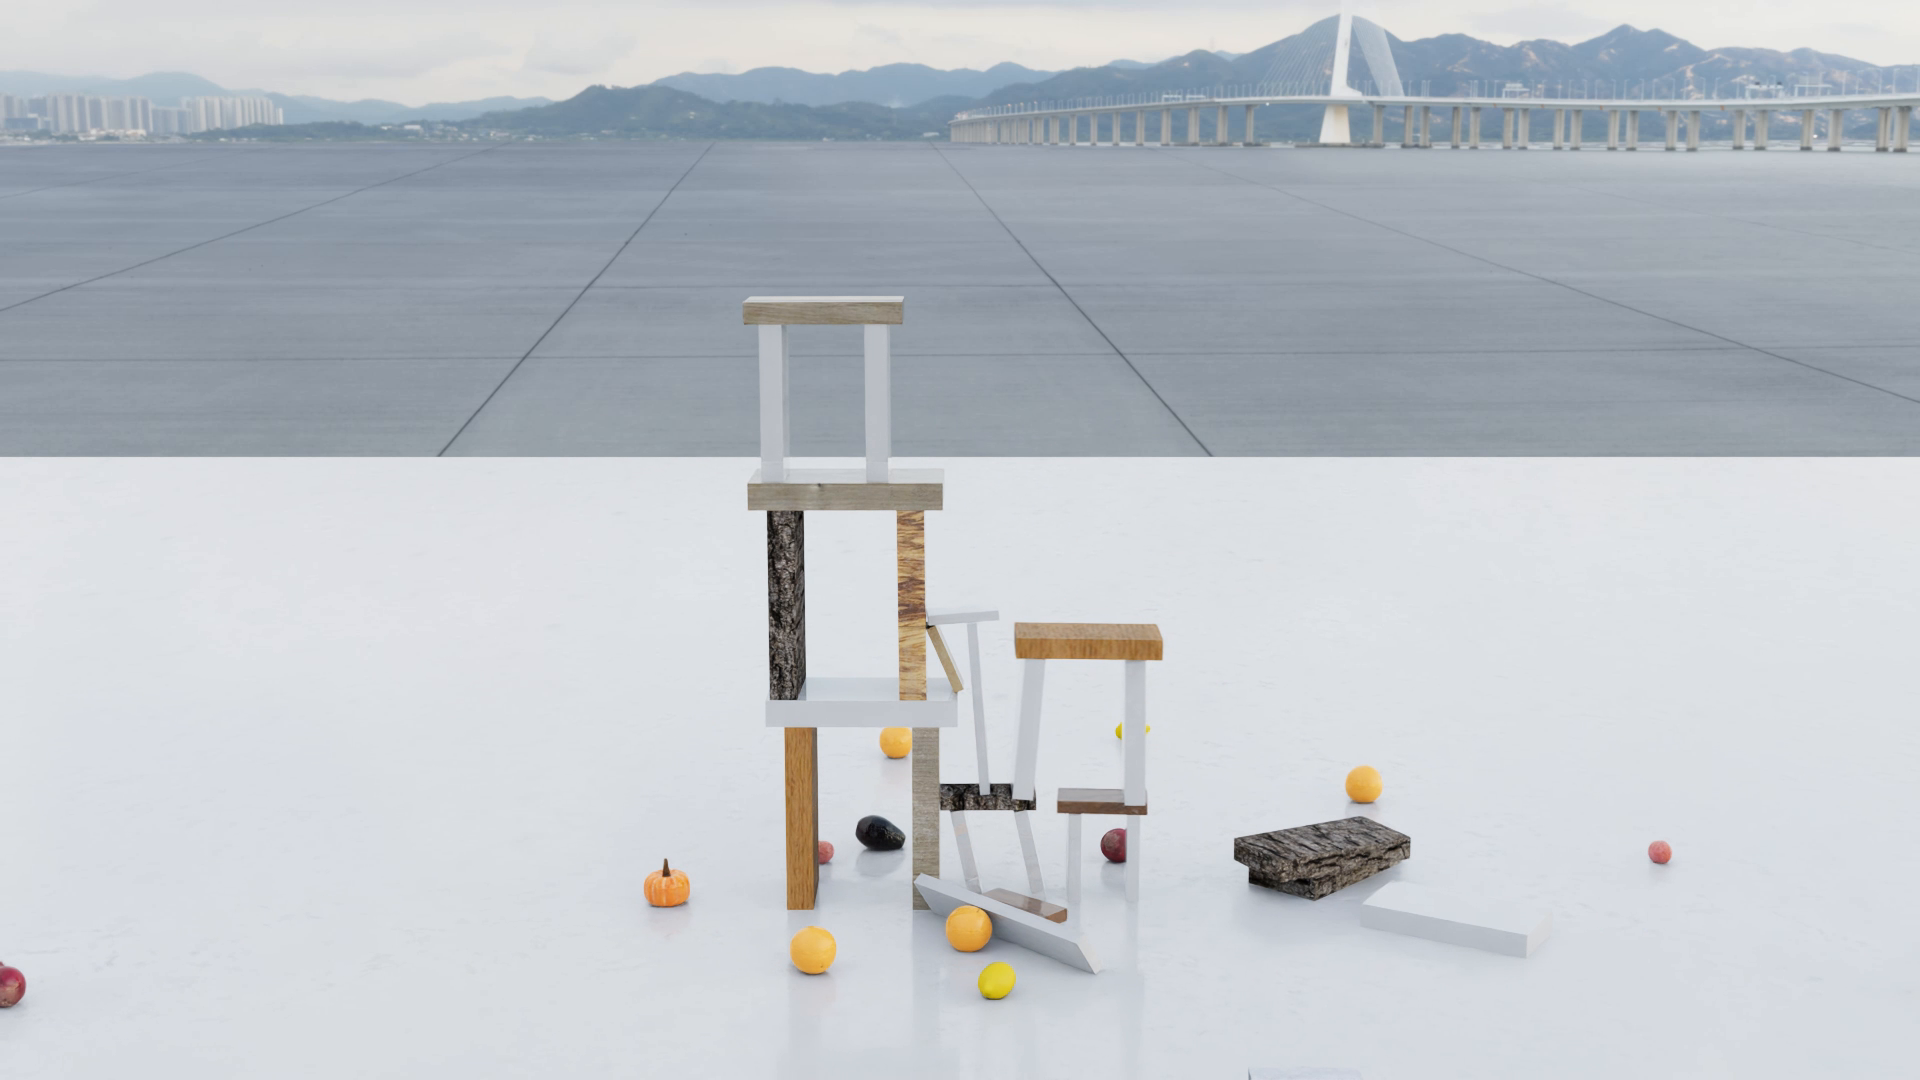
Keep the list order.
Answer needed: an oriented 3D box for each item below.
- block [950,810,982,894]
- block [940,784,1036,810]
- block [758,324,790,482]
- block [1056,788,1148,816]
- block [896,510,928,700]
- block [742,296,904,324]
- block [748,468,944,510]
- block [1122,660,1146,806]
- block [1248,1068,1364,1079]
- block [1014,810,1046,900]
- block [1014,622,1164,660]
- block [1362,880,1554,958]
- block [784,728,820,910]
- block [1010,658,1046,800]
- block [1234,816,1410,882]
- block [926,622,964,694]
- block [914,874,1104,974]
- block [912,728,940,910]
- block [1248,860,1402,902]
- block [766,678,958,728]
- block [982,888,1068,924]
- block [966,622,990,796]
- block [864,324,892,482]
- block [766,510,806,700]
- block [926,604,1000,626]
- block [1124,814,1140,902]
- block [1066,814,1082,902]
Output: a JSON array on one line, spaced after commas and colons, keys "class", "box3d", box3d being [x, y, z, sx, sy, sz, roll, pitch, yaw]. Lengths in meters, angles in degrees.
[{"class": "block", "box3d": [0.011, 0.512, 3.652, 0.022, 0.158, 0.079, -12, 10, 2]}, {"class": "block", "box3d": [0.046, 0.424, 3.632, 0.157, 0.022, 0.079, 0, 11, -1]}, {"class": "block", "box3d": [-0.296, -0.225, 3.518, 0.035, 0.248, 0.124, 0, 11, 0]}, {"class": "block", "box3d": [0.236, 0.433, 3.643, 0.148, 0.021, 0.074, 1, 11, 4]}, {"class": "block", "box3d": [-0.077, 0.092, 3.577, 0.044, 0.309, 0.154, -1, 11, 0]}, {"class": "block", "box3d": [-0.214, -0.365, 3.492, 0.248, 0.035, 0.124, 0, 11, 0]}, {"class": "block", "box3d": [-0.181, -0.082, 3.546, 0.309, 0.044, 0.154, 0, 11, 0]}, {"class": "block", "box3d": [0.286, 0.301, 3.621, 0.033, 0.246, 0.118, 0, 11, 2]}, {"class": "block", "box3d": [0.459, 0.722, 2.902, 0.148, 0.021, 0.074, 0, 11, 0]}, {"class": "block", "box3d": [0.115, 0.513, 3.652, 0.022, 0.157, 0.079, -12, 10, 2]}, {"class": "block", "box3d": [0.208, 0.165, 3.583, 0.236, 0.033, 0.118, 1, 11, 0]}, {"class": "block", "box3d": [0.791, 0.602, 3.502, 0.268, 0.038, 0.134, 6, 12, 31]}, {"class": "block", "box3d": [-0.261, 0.438, 3.639, 0.044, 0.309, 0.154, 0, 11, 0]}, {"class": "block", "box3d": [0.110, 0.296, 3.611, 0.033, 0.236, 0.118, 4, 10, -2]}, {"class": "block", "box3d": [0.613, 0.522, 3.723, 0.268, 0.038, 0.134, -5, 12, -27]}, {"class": "block", "box3d": [-0.024, 0.189, 3.593, 0.016, 0.115, 0.058, -23, 10, 4]}, {"class": "block", "box3d": [0.071, 0.597, 3.434, 0.369, 0.074, 0.021, 11, 50, 46]}, {"class": "block", "box3d": [-0.055, 0.438, 3.640, 0.044, 0.309, 0.154, 0, 11, 0]}, {"class": "block", "box3d": [0.628, 0.552, 3.771, 0.134, 0.038, 0.268, 10, 14, 42]}, {"class": "block", "box3d": [-0.158, 0.265, 3.606, 0.309, 0.044, 0.154, 0, 11, 0]}, {"class": "block", "box3d": [0.093, 0.599, 3.564, 0.148, 0.021, 0.074, 9, 14, 41]}, {"class": "block", "box3d": [0.031, 0.271, 3.604, 0.016, 0.288, 0.058, -4, 10, 3]}, {"class": "block", "box3d": [-0.131, -0.225, 3.517, 0.035, 0.248, 0.124, 0, 11, 1]}, {"class": "block", "box3d": [-0.282, 0.091, 3.578, 0.044, 0.309, 0.154, 0, 11, 2]}, {"class": "block", "box3d": [0.005, 0.121, 3.588, 0.115, 0.016, 0.058, -4, 10, -2]}, {"class": "block", "box3d": [0.286, 0.517, 3.656, 0.021, 0.148, 0.074, 0, 11, 2]}, {"class": "block", "box3d": [0.188, 0.518, 3.651, 0.021, 0.149, 0.074, 0, 11, 0]}]
